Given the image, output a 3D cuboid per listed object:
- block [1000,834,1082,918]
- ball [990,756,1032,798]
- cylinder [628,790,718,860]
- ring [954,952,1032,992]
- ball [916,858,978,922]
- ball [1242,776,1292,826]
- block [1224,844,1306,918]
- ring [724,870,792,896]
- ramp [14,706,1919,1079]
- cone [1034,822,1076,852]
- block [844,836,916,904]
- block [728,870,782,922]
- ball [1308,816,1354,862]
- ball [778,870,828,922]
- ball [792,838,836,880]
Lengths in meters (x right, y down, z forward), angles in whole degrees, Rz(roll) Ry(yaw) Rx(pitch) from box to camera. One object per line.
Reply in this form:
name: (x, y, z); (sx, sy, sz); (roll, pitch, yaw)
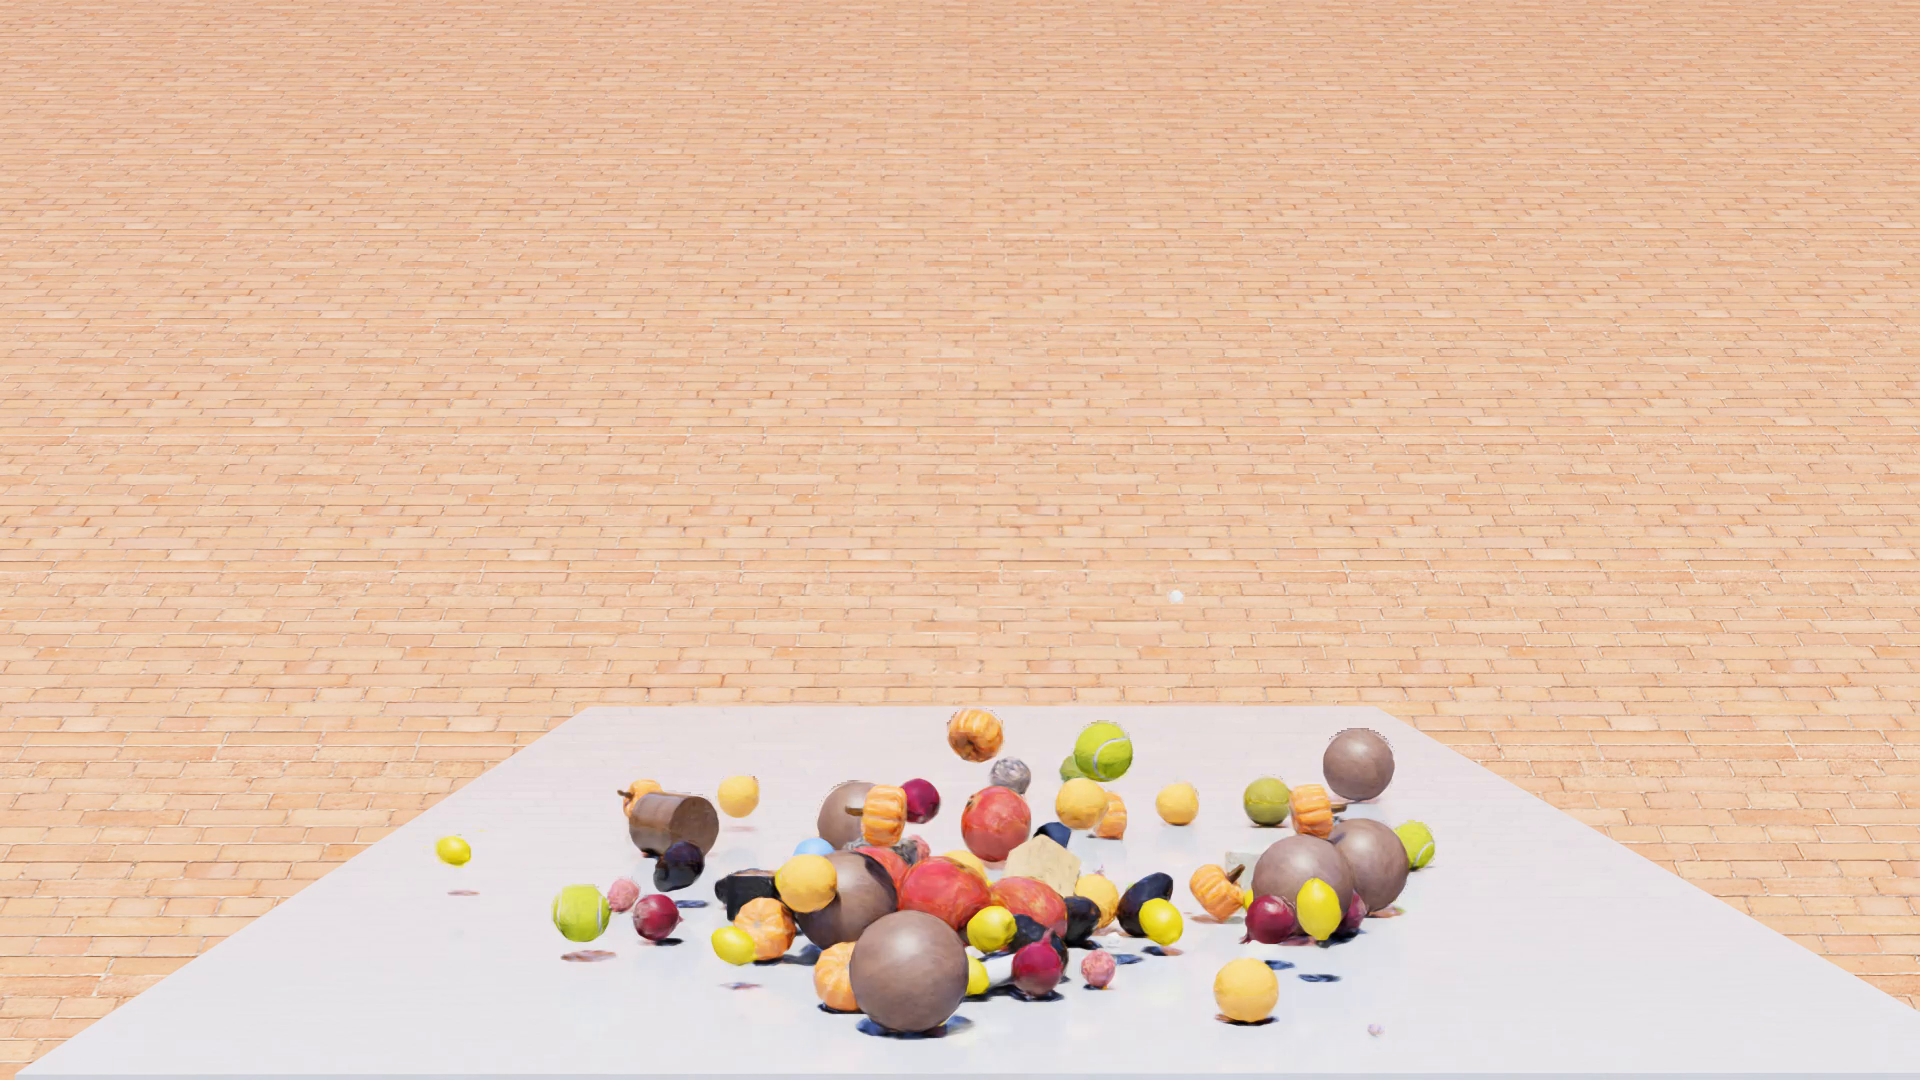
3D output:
block: (0.104, 0.435, 3.334); (0.068, 0.068, 0.068); (36, 45, -21)
ball: (0.092, 0.434, 4.711); (0.077, 0.077, 0.077); (0, 26, 0)
cylinder: (-0.444, 0.442, 3.999); (0.099, 0.099, 0.099); (1, 20, 45)
ring: (0.038, 0.497, 2.973); (0.094, 0.031, 0.094); (-13, -4, -1)
ball: (-0.017, 0.465, 3.422); (0.084, 0.084, 0.084); (0, 26, 0)
ball: (0.517, 0.440, 4.338); (0.084, 0.084, 0.084); (0, 26, 0)
block: (0.416, 0.463, 3.506); (0.084, 0.084, 0.084); (1, 2, 32)
ring: (-0.273, 0.484, 3.596); (0.111, 0.037, 0.111); (-1, 1, 0)
ramp: (0.058, 0.527, 4.564); (2.000, 0.100, 4.000); (0, 2, 0)
cone: (0.148, 0.475, 3.934); (0.067, 0.067, 0.067); (-2, 23, -5)
block: (-0.112, 0.463, 3.619); (0.079, 0.079, 0.079); (1, 2, 21)
block: (-0.274, 0.475, 3.447); (0.060, 0.060, 0.060); (0, -1, 11)
ball: (0.570, 0.458, 3.957); (0.070, 0.070, 0.070); (0, 26, 0)
ball: (-0.209, 0.473, 3.428); (0.068, 0.068, 0.068); (0, 26, 0)
ball: (-0.212, 0.466, 3.758); (0.065, 0.065, 0.065); (0, 26, 0)
